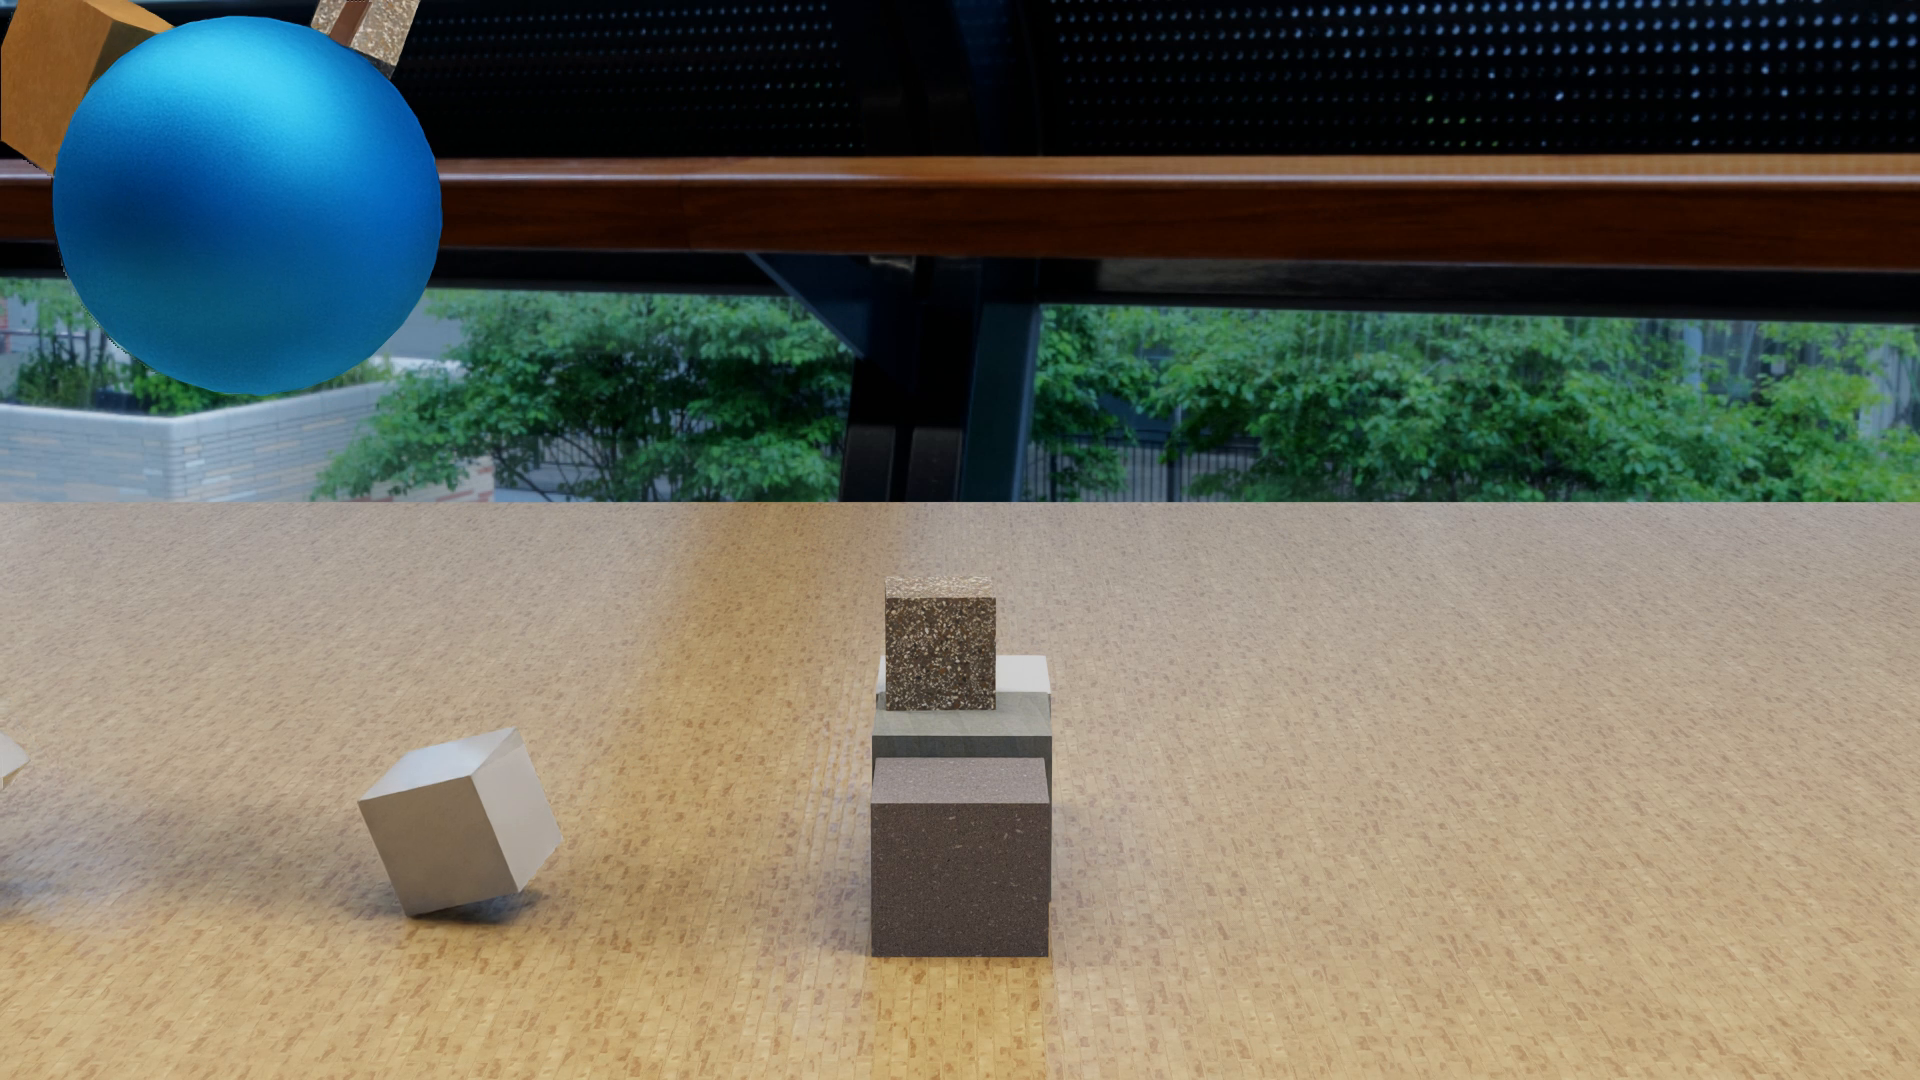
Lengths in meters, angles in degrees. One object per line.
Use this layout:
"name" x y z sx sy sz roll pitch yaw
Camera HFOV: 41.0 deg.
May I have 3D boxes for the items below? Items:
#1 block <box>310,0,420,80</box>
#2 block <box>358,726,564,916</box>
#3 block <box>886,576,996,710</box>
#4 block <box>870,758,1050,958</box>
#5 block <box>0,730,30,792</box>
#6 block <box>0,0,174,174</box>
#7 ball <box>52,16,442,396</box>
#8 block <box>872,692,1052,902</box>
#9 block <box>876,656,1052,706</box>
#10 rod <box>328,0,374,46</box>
"block" -2.695 -2.242 11.443 0.396 0.431 0.414 21 -32 -17
"block" -2.113 1.191 10.883 0.551 0.551 0.490 -14 16 19
"block" -0.092 0.458 11.514 0.482 0.507 0.487 0 10 -2
"block" 0.000 1.302 10.612 0.712 0.642 0.692 0 10 0
"block" -4.538 1.000 10.911 0.604 0.659 0.677 -44 3 16
"block" -3.851 -2.019 11.424 0.621 0.726 0.582 31 12 30
"ball" -3.018 -1.417 10.923 1.600 1.600 1.600 0 10 0
"block" 0.012 1.122 11.339 0.765 0.736 0.788 0 10 0
"block" 0.016 0.985 12.122 0.797 0.724 0.775 0 10 0
"rod" -1.308 -4.308 10.397 0.080 5.200 0.080 30 9 -5
